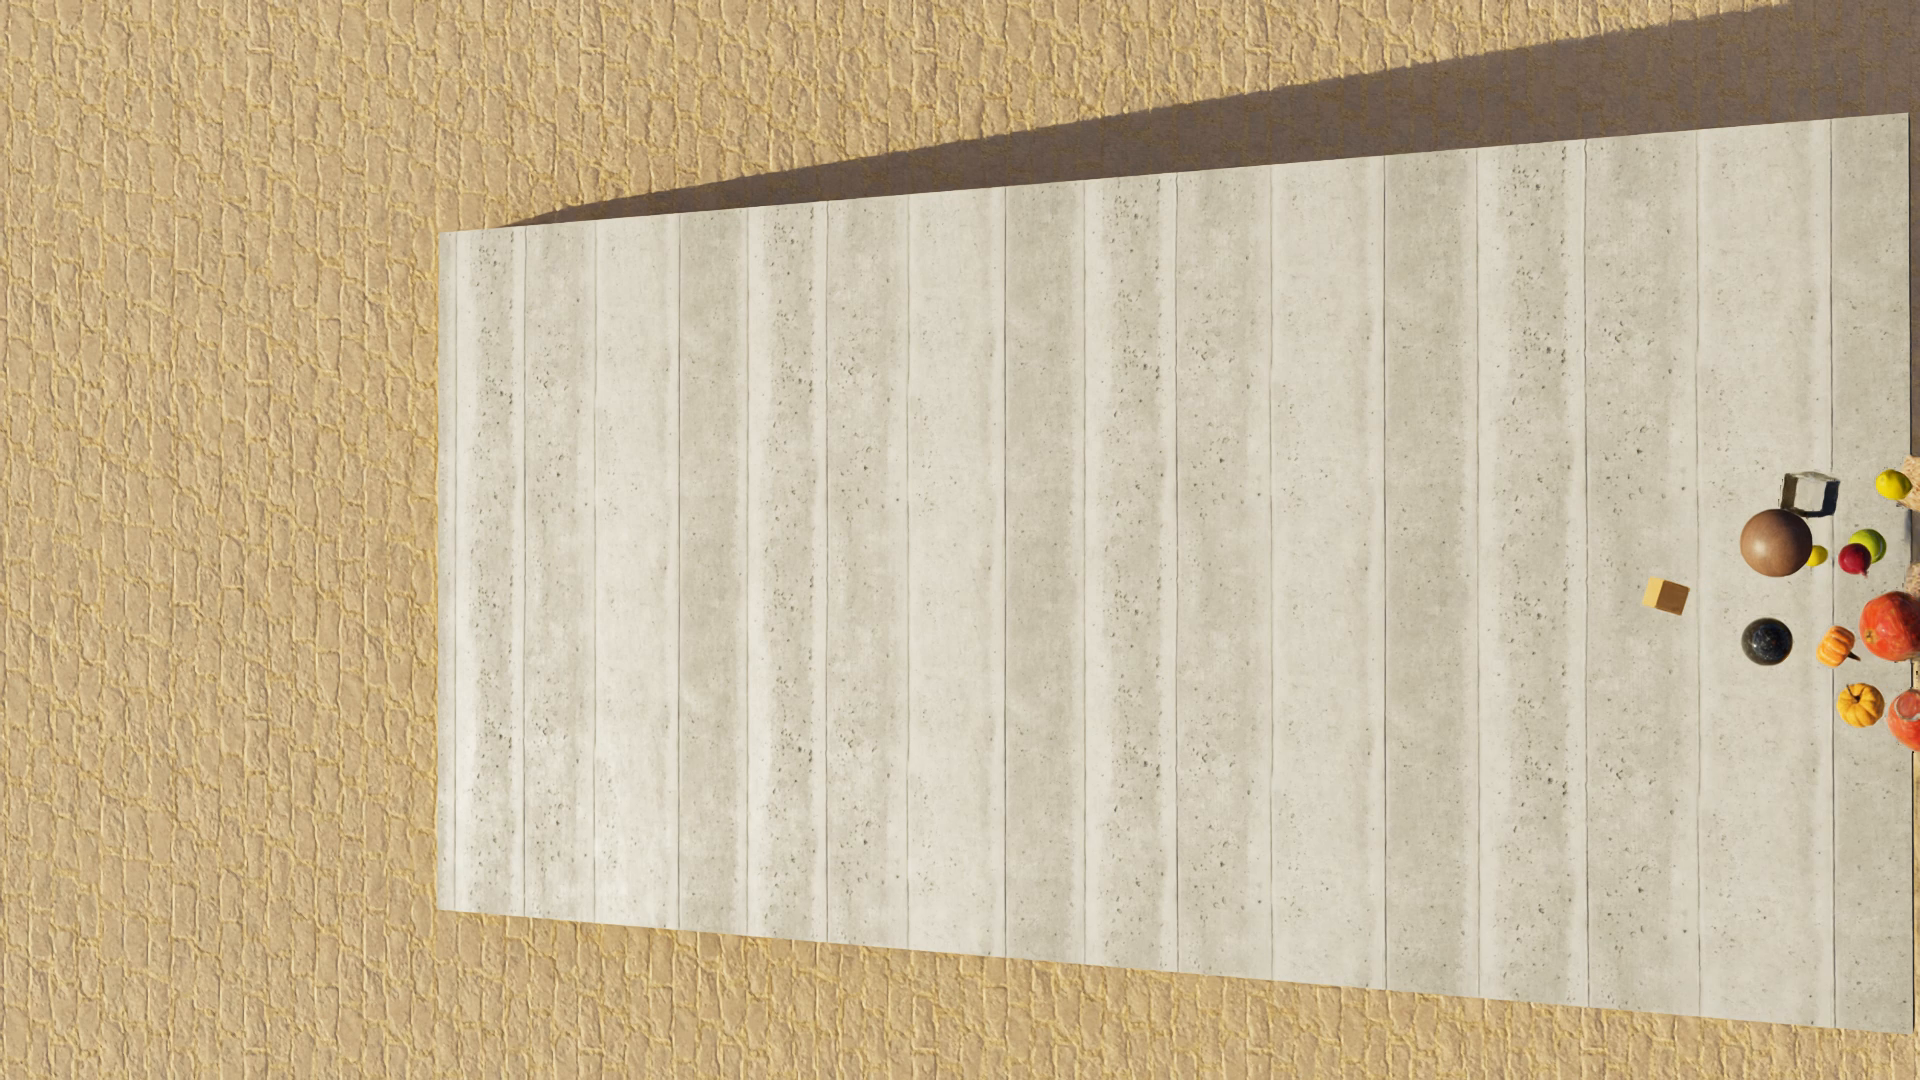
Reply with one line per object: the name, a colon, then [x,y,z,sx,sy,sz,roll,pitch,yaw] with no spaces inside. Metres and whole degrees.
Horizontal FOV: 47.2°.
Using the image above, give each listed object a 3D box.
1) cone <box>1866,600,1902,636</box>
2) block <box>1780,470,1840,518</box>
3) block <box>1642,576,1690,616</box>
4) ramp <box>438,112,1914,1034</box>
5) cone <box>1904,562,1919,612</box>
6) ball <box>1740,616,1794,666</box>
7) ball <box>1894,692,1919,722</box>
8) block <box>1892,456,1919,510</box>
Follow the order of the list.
cone: [1.909,0.169,4.531,0.070,0.070,0.070,5,63,0]
block: [1.643,-0.088,4.252,0.071,0.071,0.071,-6,109,-23]
block: [1.478,0.117,4.605,0.062,0.062,0.062,17,93,-9]
ramp: [0.281,0.081,5.682,4.000,0.100,2.000,0,89,26]
cone: [1.841,0.107,4.230,0.092,0.092,0.092,46,67,0]
ball: [1.566,0.197,4.267,0.096,0.096,0.096,0,89,0]
ball: [1.768,0.311,4.090,0.055,0.055,0.055,0,89,0]
block: [1.793,-0.101,4.093,0.076,0.076,0.076,24,86,37]
